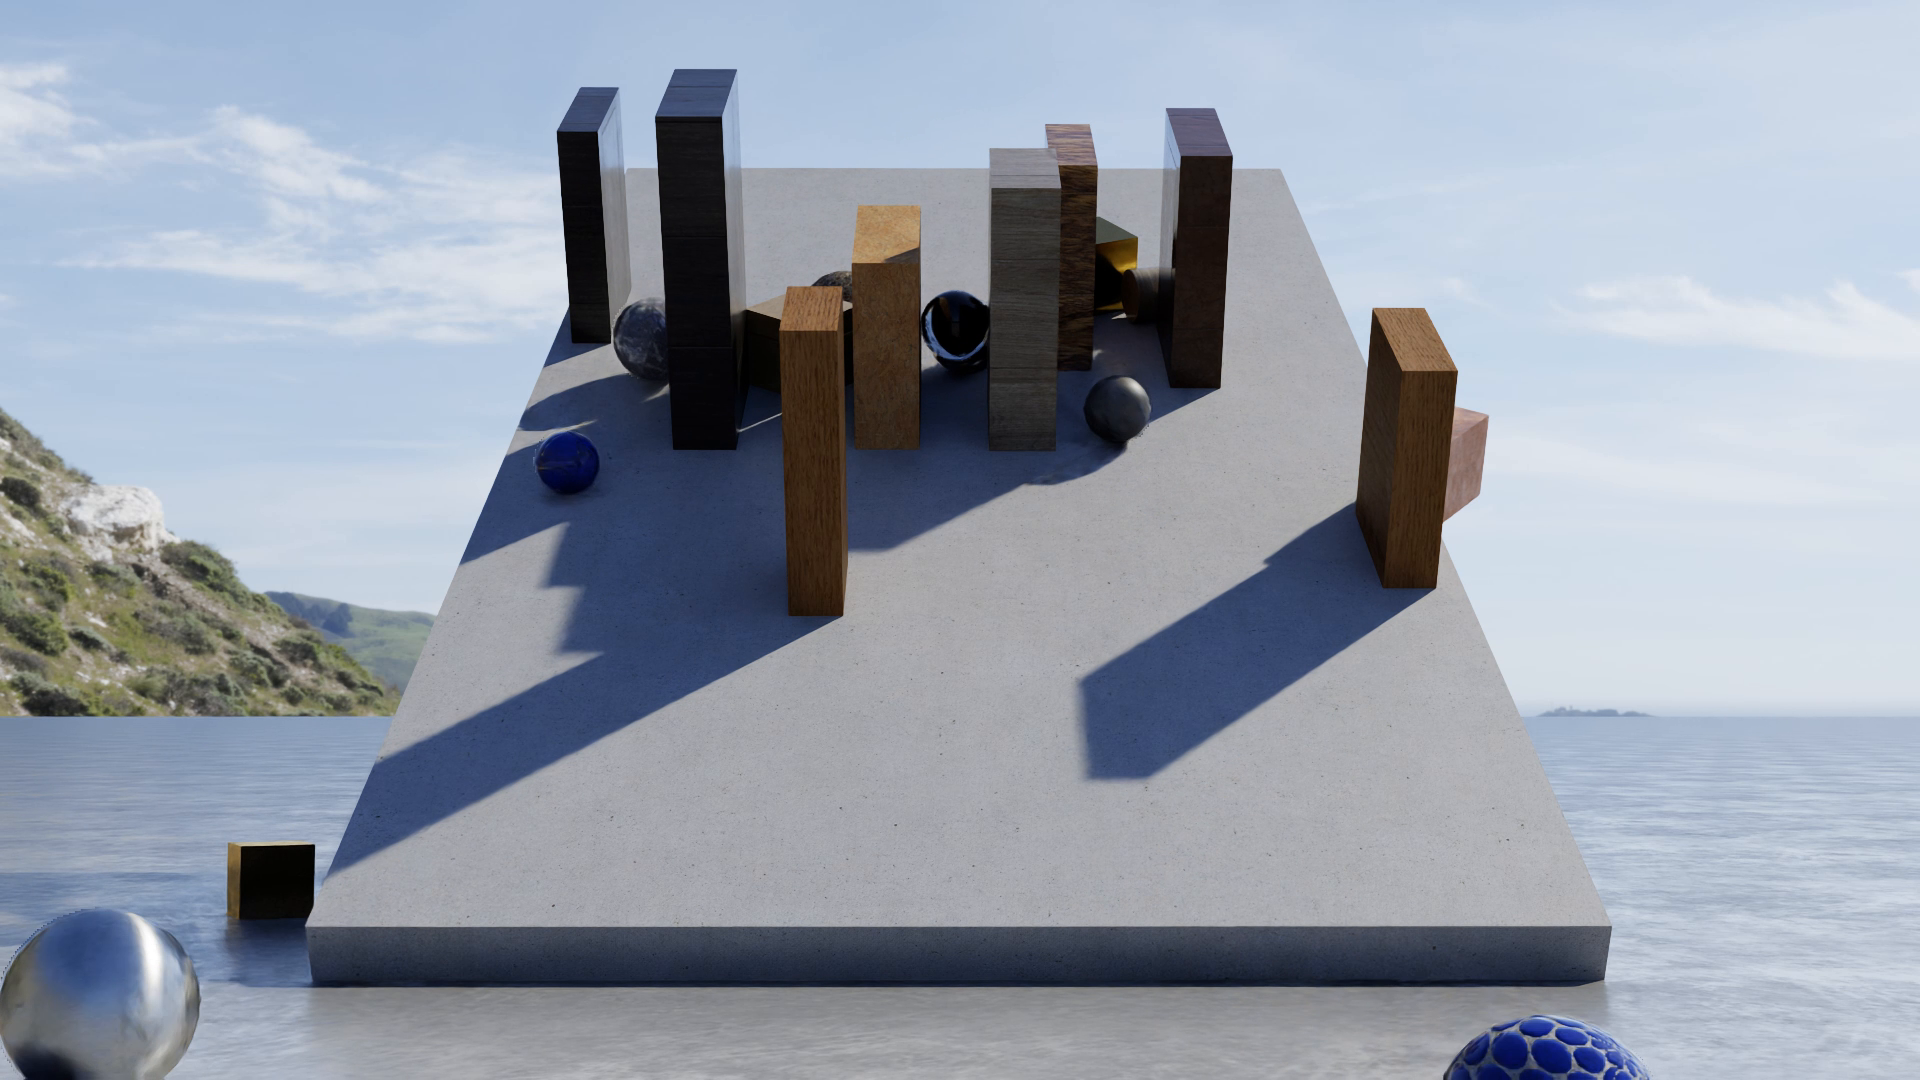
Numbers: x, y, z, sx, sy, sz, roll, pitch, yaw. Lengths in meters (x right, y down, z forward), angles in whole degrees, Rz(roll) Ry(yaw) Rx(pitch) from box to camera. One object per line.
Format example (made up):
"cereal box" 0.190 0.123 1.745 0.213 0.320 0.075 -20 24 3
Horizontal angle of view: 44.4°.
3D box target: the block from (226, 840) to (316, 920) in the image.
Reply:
"block" -1.403 0.691 4.783 0.146 0.146 0.146 2 -5 -27

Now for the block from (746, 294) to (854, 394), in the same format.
"block" -0.372 -0.463 5.572 0.189 0.189 0.189 20 32 35

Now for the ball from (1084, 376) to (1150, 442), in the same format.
"ball" 0.353 -0.294 5.270 0.149 0.149 0.149 0 -4 0

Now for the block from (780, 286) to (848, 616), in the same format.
"block" -0.277 -0.169 4.503 0.105 0.584 0.240 0 26 0

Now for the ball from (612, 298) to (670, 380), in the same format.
"ball" -0.728 -0.480 5.597 0.195 0.195 0.195 0 -4 0

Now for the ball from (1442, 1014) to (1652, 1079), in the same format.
"ball" 0.458 0.460 1.827 0.179 0.179 0.179 0 -4 0

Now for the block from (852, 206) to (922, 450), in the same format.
"block" -0.163 -0.488 5.338 0.144 0.437 0.409 0 26 0

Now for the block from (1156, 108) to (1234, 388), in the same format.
"block" 0.559 -0.704 5.642 0.120 0.567 0.407 0 26 0

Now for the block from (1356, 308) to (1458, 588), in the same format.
"block" 0.886 -0.187 4.691 0.105 0.460 0.348 0 26 0

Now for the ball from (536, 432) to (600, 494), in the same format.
"ball" -0.836 -0.165 5.012 0.134 0.134 0.134 0 -4 0

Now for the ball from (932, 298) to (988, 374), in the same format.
"ball" 0.016 -0.491 5.635 0.186 0.186 0.186 0 -4 0

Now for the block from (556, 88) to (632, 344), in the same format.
"block" -0.915 -0.820 5.908 0.099 0.539 0.408 0 26 0

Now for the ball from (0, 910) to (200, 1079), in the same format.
"ball" -0.917 0.498 2.509 0.204 0.204 0.204 0 -4 0

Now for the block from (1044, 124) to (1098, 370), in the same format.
"block" 0.264 -0.716 5.729 0.110 0.512 0.351 0 26 0

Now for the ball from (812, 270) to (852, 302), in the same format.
"ball" -0.283 -0.552 5.734 0.209 0.209 0.209 0 -4 0

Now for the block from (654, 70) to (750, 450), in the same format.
"block" -0.569 -0.628 5.256 0.140 0.759 0.394 0 26 0

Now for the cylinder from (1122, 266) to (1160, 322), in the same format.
"cylinder" 0.496 -0.627 5.982 0.135 0.135 0.135 -7 -2 -14

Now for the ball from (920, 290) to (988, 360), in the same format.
"ball" -0.011 -0.500 5.464 0.162 0.162 0.162 0 -4 0

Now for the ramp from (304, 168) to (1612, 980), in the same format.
"ramp" -0.009 -0.229 5.420 2.000 0.100 4.000 0 26 0

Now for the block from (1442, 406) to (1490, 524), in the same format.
"block" 0.986 -0.173 4.979 0.185 0.185 0.185 18 31 32

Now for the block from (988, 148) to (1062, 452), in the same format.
"block" 0.139 -0.537 5.245 0.148 0.607 0.300 0 26 0

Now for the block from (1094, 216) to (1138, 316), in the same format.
"block" 0.324 -0.704 6.073 0.192 0.192 0.192 -13 28 -25
